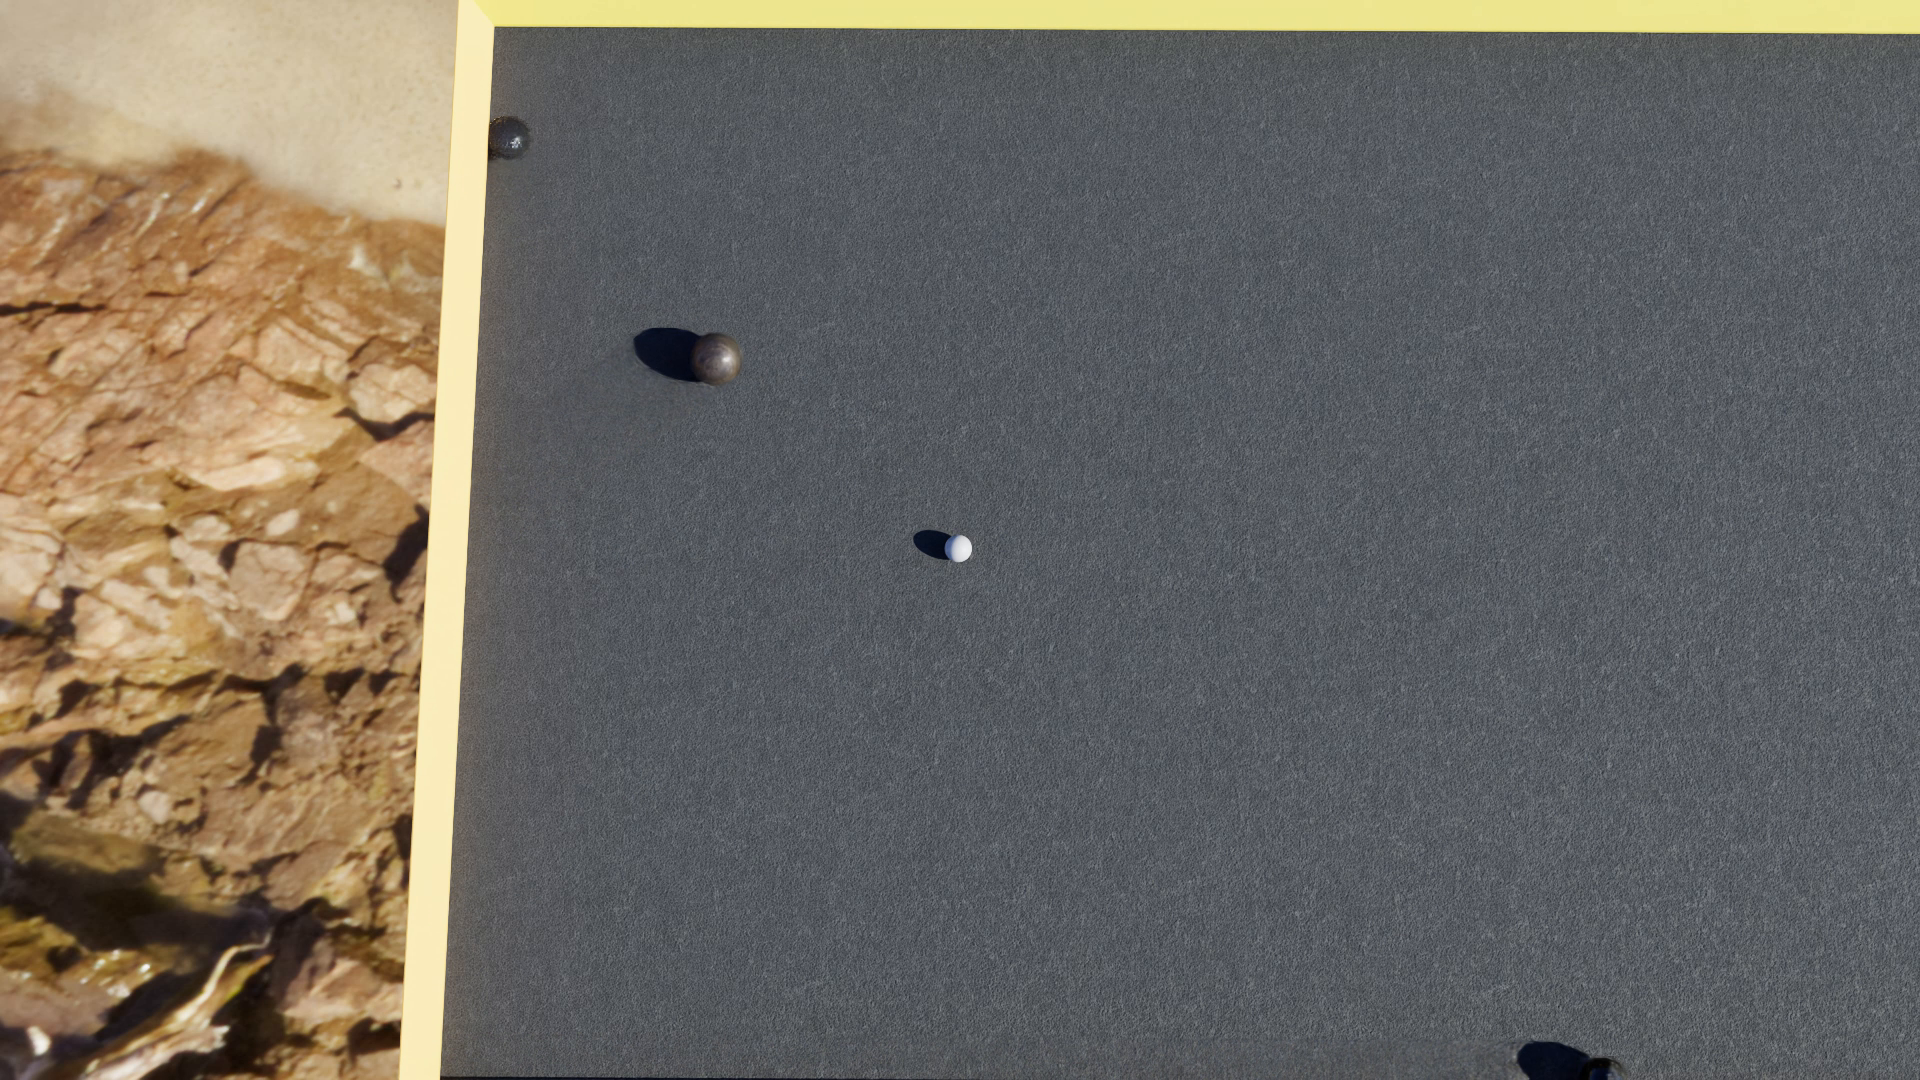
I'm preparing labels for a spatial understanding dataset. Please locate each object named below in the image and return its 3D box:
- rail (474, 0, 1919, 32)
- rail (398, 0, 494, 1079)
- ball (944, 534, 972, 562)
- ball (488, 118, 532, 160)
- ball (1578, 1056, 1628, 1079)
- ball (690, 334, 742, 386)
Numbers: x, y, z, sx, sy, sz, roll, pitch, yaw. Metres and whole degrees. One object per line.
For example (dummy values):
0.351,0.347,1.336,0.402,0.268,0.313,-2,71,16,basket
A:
0.787,-0.821,3.453,3.128,0.103,0.045,0,78,0,rail
-0.758,-0.008,3.285,0.045,0.103,1.724,0,78,0,rail
-0.003,0.013,3.313,0.041,0.041,0.041,0,78,0,ball
-0.703,-0.626,3.433,0.065,0.065,0.065,0,78,0,ball
0.920,0.774,3.143,0.068,0.068,0.068,0,78,0,ball
-0.373,-0.276,3.353,0.079,0.079,0.079,0,78,0,ball
